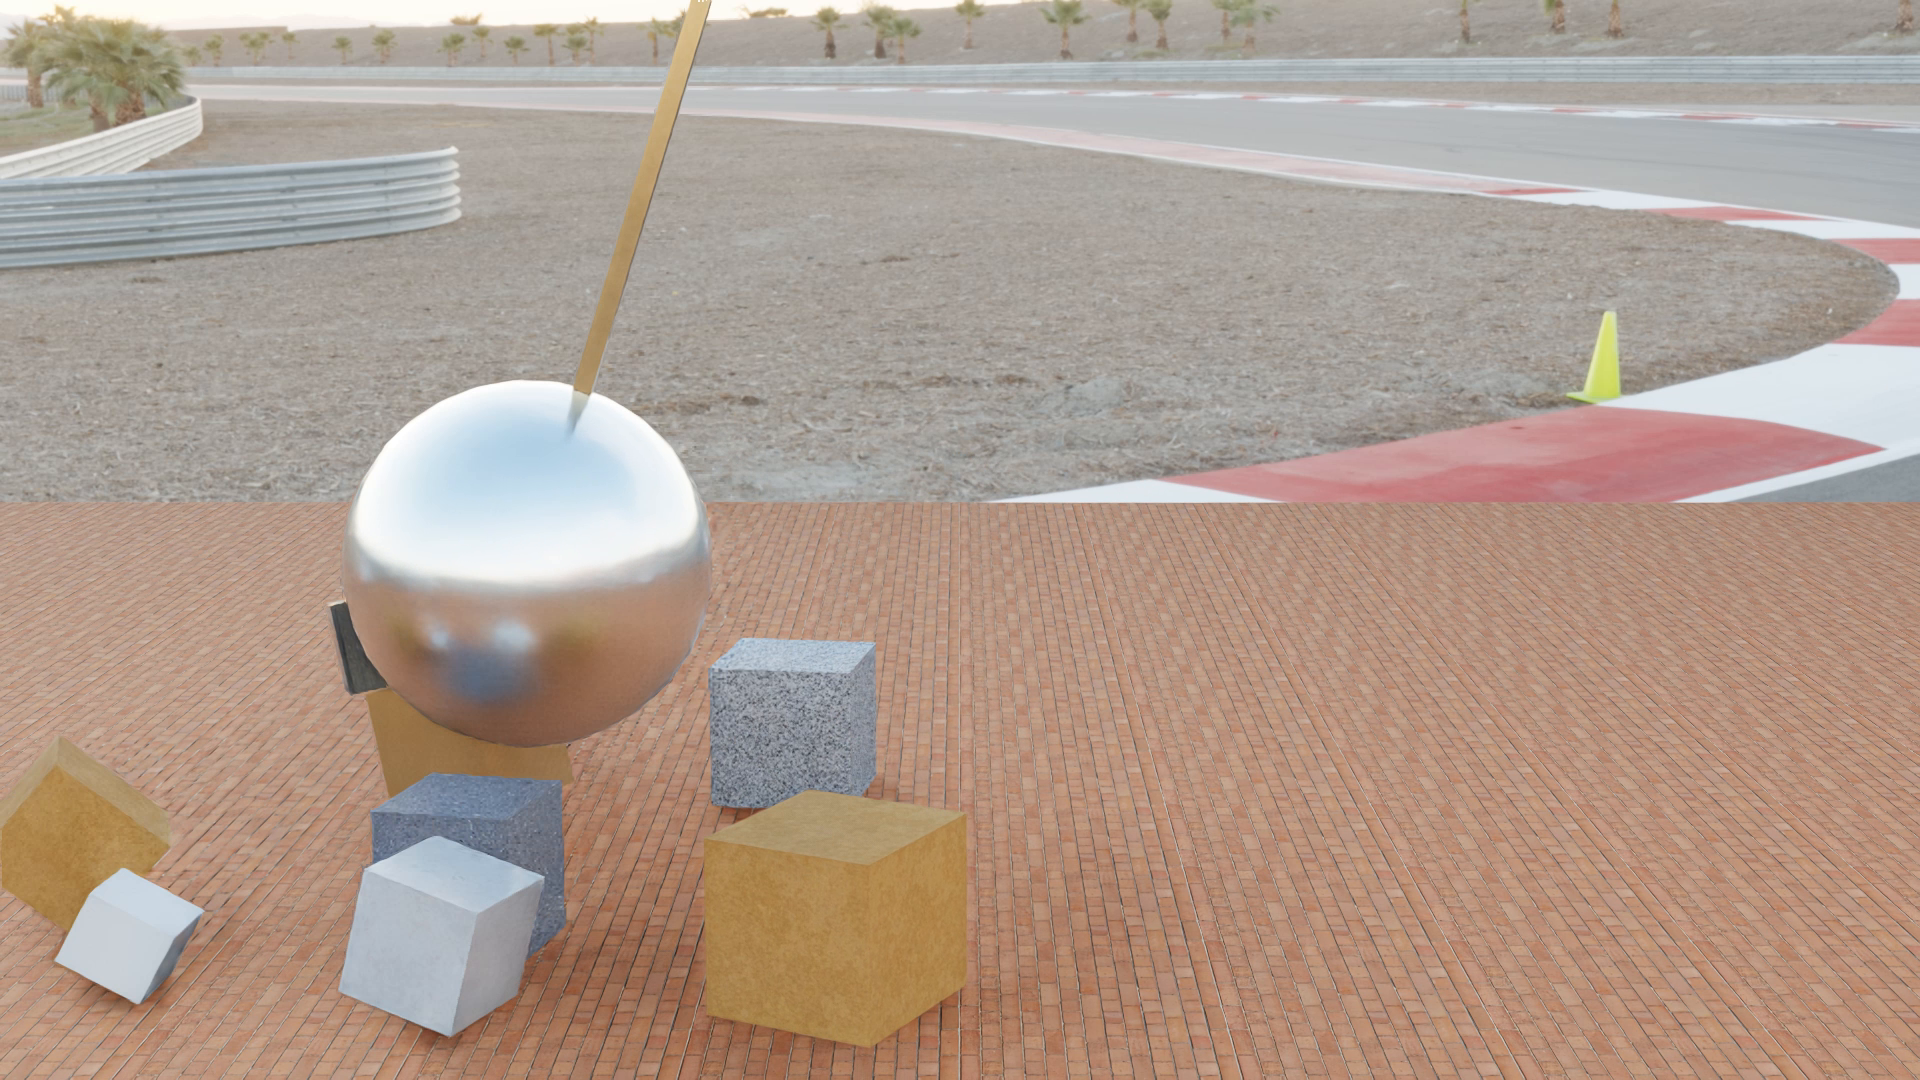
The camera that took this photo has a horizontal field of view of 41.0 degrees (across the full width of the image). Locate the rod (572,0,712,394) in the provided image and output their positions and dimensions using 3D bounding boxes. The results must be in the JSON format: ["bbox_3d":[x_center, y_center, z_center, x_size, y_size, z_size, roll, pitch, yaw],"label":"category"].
[{"bbox_3d":[-0.814,-3.074,10.621,0.080,5.200,0.080,18,10,-3],"label":"rod"}]

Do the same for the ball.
[{"bbox_3d":[-1.878,0.103,11.199,1.600,1.600,1.600,0,10,0],"label":"ball"}]

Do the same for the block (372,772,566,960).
[{"bbox_3d":[-1.988,1.342,10.429,0.573,0.628,0.583,2,11,12],"label":"block"}]

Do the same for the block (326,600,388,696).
[{"bbox_3d":[-2.798,0.475,12.526,0.482,0.438,0.480,-13,4,-16],"label":"block"}]

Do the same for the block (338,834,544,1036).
[{"bbox_3d":[-1.927,1.466,9.564,0.477,0.493,0.510,18,13,16],"label":"block"}]

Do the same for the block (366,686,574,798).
[{"bbox_3d":[-2.330,0.944,12.224,0.633,0.636,0.586,-10,4,30],"label":"block"}]

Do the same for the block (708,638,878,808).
[{"bbox_3d":[-0.814,0.903,12.686,0.690,0.685,0.682,2,10,9],"label":"block"}]

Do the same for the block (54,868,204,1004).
[{"bbox_3d":[-3.199,1.524,9.898,0.359,0.301,0.383,29,6,-3],"label":"block"}]

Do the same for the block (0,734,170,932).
[{"bbox_3d":[-3.669,1.233,10.612,0.567,0.515,0.550,41,-5,-19],"label":"block"}]

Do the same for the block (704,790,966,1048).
[{"bbox_3d":[-0.465,1.424,9.797,0.712,0.693,0.757,5,12,27],"label":"block"}]
